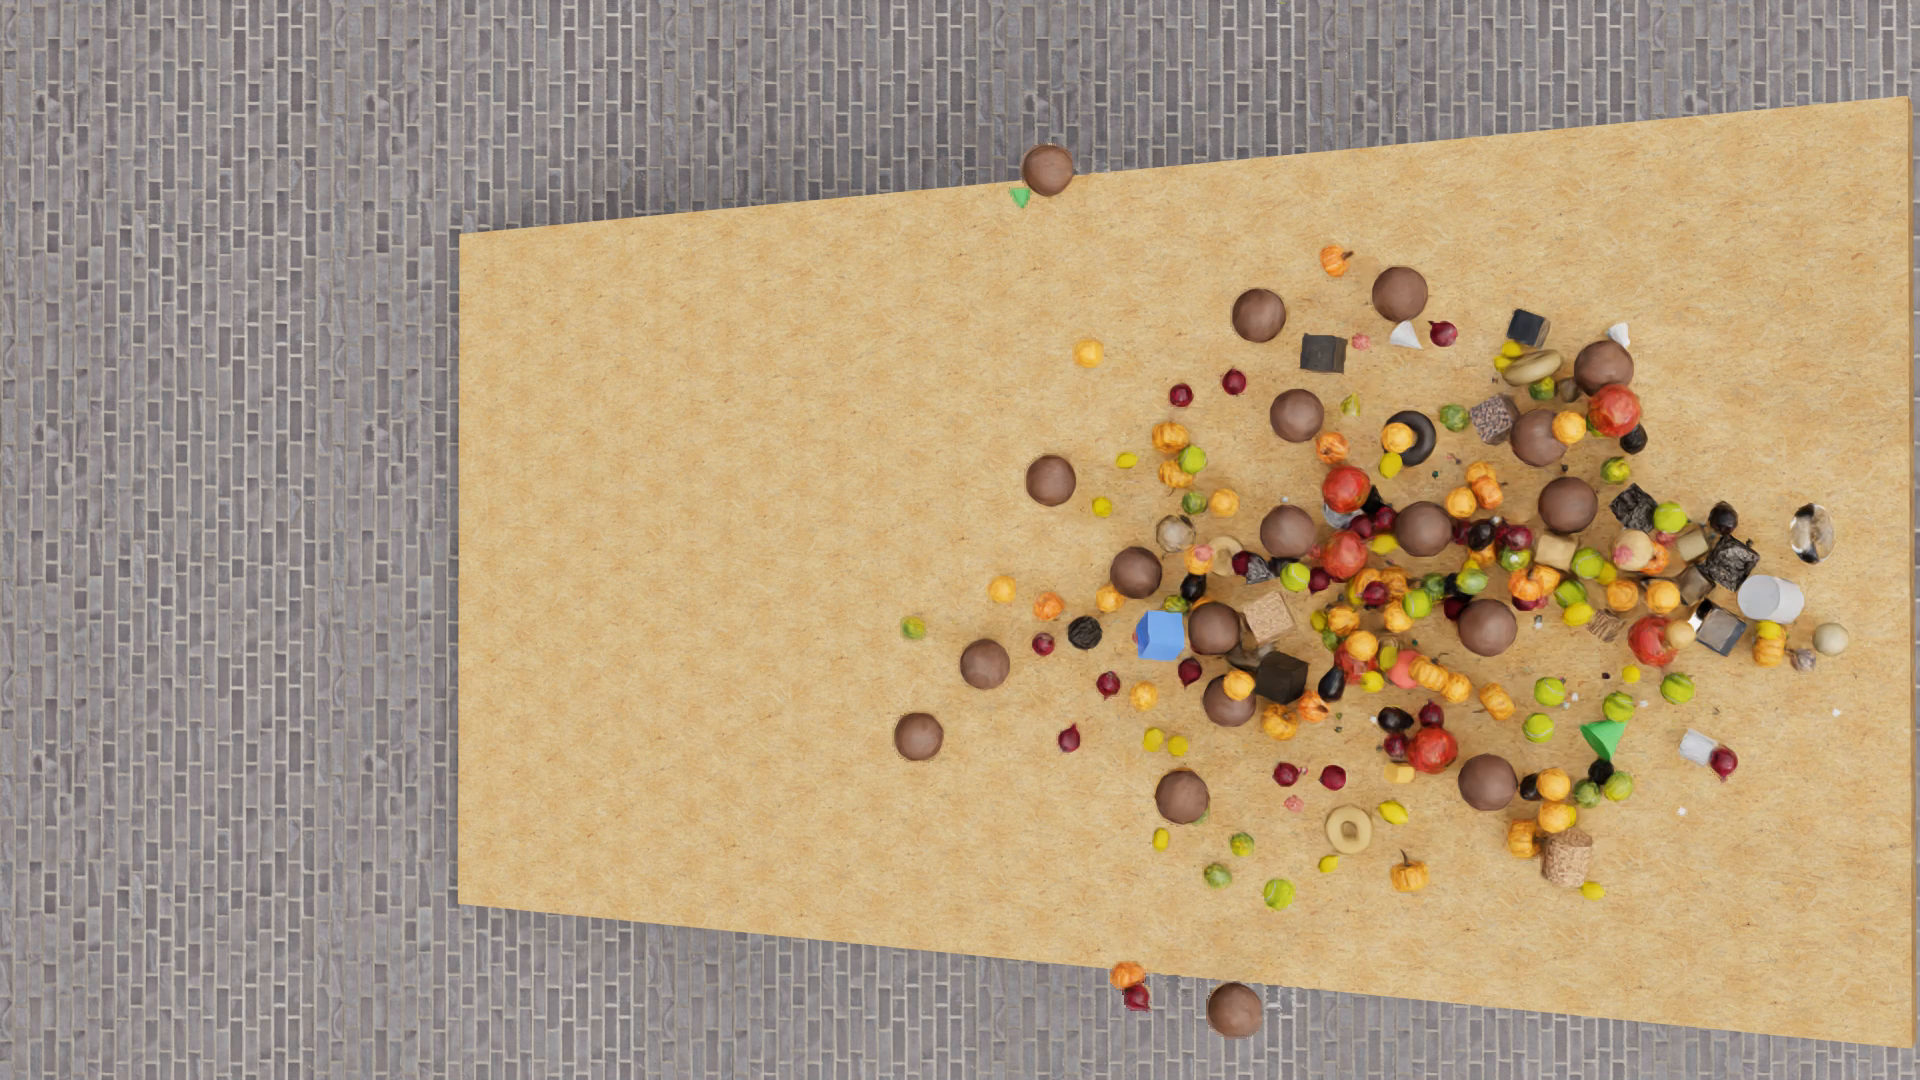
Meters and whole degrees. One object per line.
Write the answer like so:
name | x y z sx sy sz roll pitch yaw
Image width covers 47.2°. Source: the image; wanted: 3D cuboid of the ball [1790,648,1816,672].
ball | 1.786 0.254 4.659 0.052 0.052 0.052 0 89 0

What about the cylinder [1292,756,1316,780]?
cylinder | 0.820 0.544 5.238 0.050 0.050 0.050 0 94 -3

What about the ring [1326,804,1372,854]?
ring | 0.918 0.683 5.189 0.118 0.039 0.118 1 92 30

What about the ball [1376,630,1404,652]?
ball | 1.003 0.241 5.132 0.062 0.062 0.062 0 89 0

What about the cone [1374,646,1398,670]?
cone | 0.969 0.265 5.059 0.055 0.055 0.055 -5 100 -28

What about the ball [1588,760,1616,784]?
ball | 1.428 0.516 4.892 0.056 0.056 0.056 0 89 0

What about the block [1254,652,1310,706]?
block | 0.766 0.329 5.237 0.087 0.087 0.087 22 115 31

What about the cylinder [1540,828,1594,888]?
cylinder | 1.352 0.707 4.900 0.098 0.098 0.098 5 109 0

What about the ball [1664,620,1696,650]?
ball | 1.531 0.201 4.677 0.065 0.065 0.065 0 89 0

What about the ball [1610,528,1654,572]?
ball | 1.451 0.022 4.754 0.092 0.092 0.092 0 89 0

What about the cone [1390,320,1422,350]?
cone | 1.042 -0.460 5.079 0.069 0.069 0.069 -44 60 0

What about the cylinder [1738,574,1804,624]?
cylinder | 1.729 0.127 4.691 0.097 0.097 0.097 10 89 -41

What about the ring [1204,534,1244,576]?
ring | 0.643 0.037 5.352 0.103 0.034 0.103 0 91 28

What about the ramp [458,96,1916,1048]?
ramp | 0.273 0.076 5.636 4.000 0.100 2.000 0 89 29

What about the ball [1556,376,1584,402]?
ball | 1.369 -0.337 4.935 0.058 0.058 0.058 0 89 0

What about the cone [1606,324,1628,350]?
cone | 1.466 -0.442 4.875 0.054 0.054 0.054 -14 61 0

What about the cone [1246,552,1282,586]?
cone | 0.731 0.077 5.231 0.082 0.082 0.082 13 89 17

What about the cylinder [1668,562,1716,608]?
cylinder | 1.596 0.097 4.792 0.072 0.072 0.072 48 116 0

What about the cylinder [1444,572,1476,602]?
cylinder | 1.142 0.108 5.023 0.053 0.053 0.053 -15 118 -31

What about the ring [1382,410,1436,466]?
ring | 1.045 -0.237 5.124 0.132 0.044 0.132 -1 89 31

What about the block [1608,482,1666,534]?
block | 1.484 -0.063 4.820 0.074 0.074 0.074 36 112 -21

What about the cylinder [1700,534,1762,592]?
cylinder | 1.663 0.049 4.748 0.092 0.092 0.092 31 106 0

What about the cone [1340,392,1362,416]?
cone | 0.922 -0.329 5.151 0.056 0.056 0.056 7 134 0

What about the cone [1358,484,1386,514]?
cone | 0.972 -0.106 5.172 0.065 0.065 0.065 9 64 0

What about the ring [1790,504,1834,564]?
ring | 1.805 -0.013 4.655 0.129 0.043 0.129 3 85 -36

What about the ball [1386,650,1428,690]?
ball | 1.033 0.299 5.079 0.092 0.092 0.092 0 89 0

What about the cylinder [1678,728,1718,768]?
cylinder | 1.608 0.453 4.791 0.063 0.063 0.063 28 89 27

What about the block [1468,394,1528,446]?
block | 1.221 -0.273 4.996 0.083 0.083 0.083 -32 69 29

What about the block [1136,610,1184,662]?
block | 0.478 0.229 5.246 0.086 0.086 0.086 5 61 -12

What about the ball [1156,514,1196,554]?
ball | 0.517 -0.014 5.276 0.097 0.097 0.097 0 89 0

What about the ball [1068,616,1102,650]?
ball | 0.312 0.233 5.505 0.087 0.087 0.087 0 89 0

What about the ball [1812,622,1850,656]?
ball | 1.843 0.210 4.656 0.073 0.073 0.073 0 89 0

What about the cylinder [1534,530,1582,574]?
cylinder | 1.339 0.025 4.924 0.079 0.079 0.079 20 89 23

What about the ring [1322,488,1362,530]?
ring | 0.906 -0.074 5.206 0.100 0.033 0.100 2 94 31

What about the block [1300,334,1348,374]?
block | 0.847 -0.434 5.120 0.081 0.081 0.081 8 92 28

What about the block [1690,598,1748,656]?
block | 1.632 0.189 4.749 0.082 0.082 0.082 29 104 -4

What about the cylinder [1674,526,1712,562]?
cylinder | 1.602 0.010 4.801 0.059 0.059 0.059 -29 89 26

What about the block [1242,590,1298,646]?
block | 0.722 0.181 5.121 0.092 0.092 0.092 -27 77 11

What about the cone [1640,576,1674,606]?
cone | 1.552 0.096 4.844 0.072 0.072 0.072 -30 90 -2

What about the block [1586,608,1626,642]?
block | 1.437 0.190 4.894 0.055 0.055 0.055 38 107 24

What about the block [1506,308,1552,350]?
block | 1.288 -0.478 4.976 0.069 0.069 0.069 24 101 27

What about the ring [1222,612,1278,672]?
ring | 0.699 0.245 5.307 0.145 0.048 0.145 -5 81 31

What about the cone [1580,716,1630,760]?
cone | 1.451 0.421 4.889 0.099 0.099 0.099 -37 90 -4
